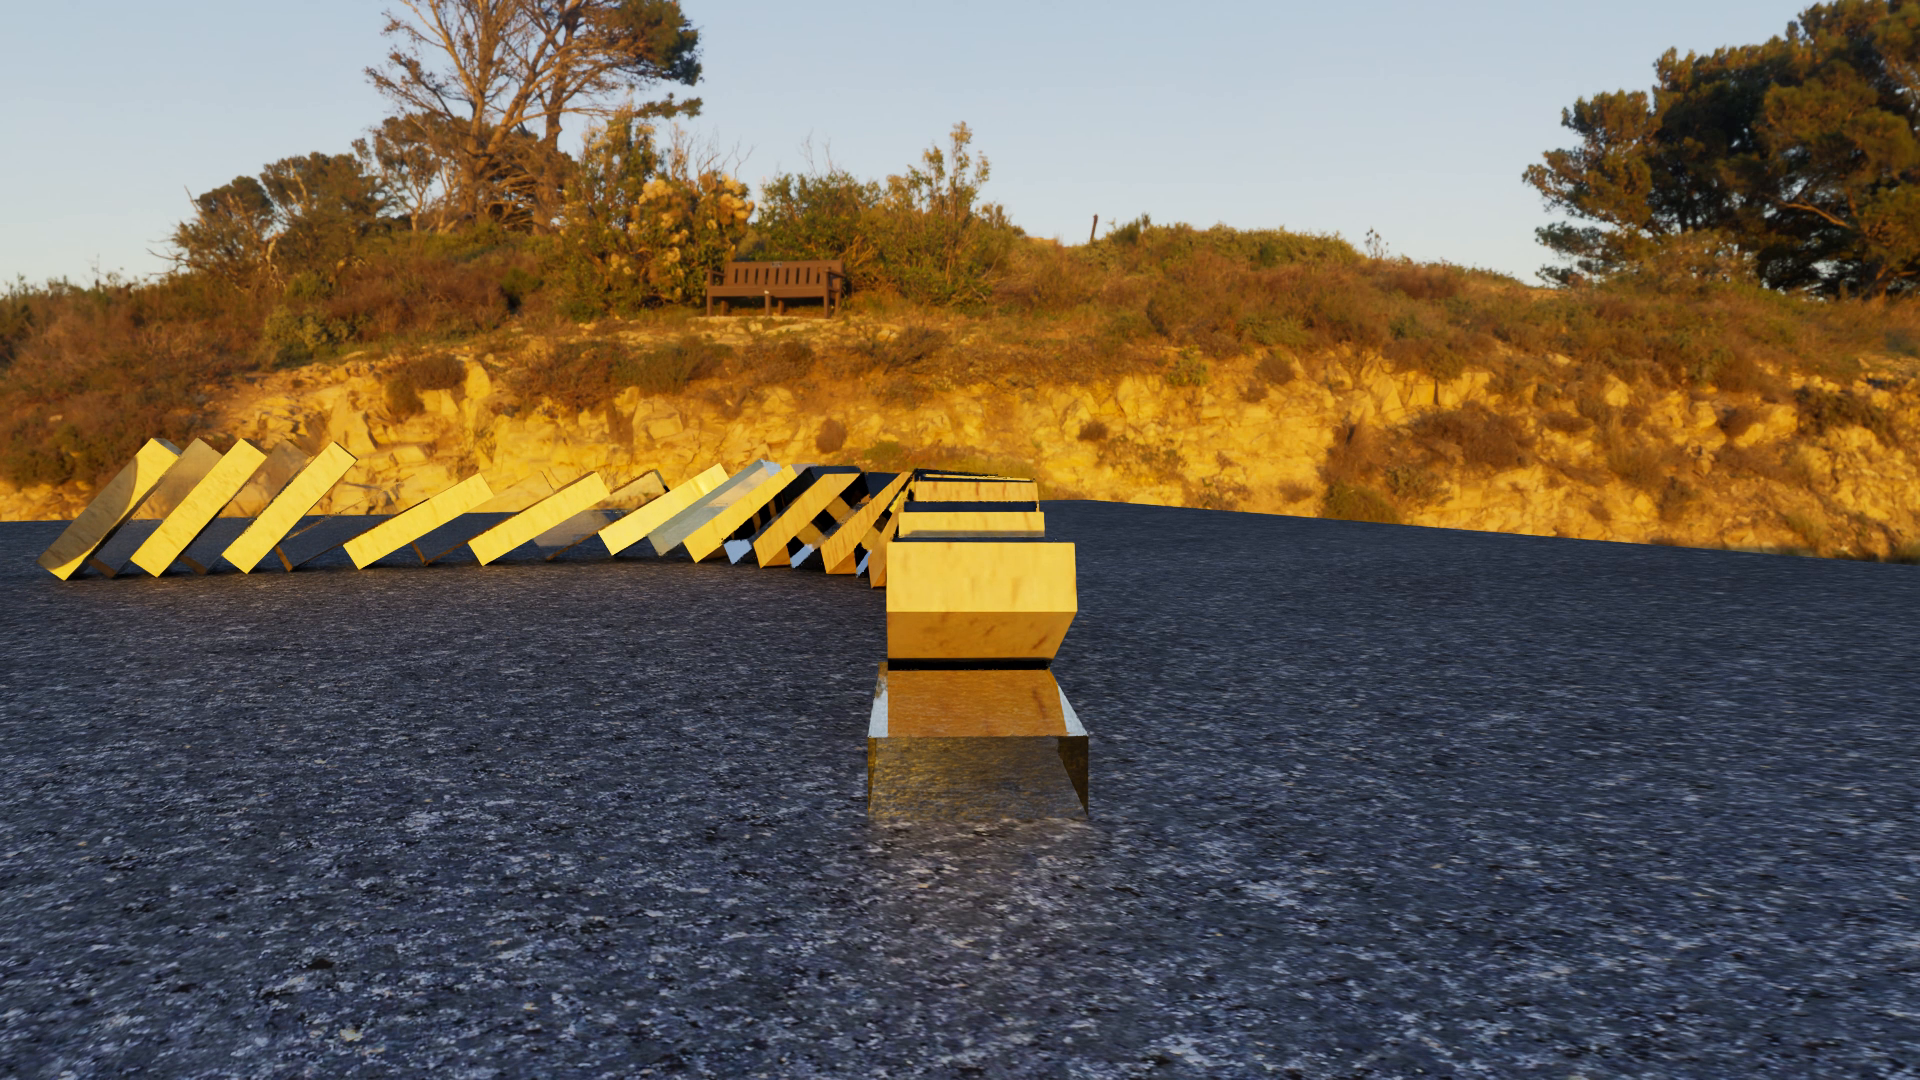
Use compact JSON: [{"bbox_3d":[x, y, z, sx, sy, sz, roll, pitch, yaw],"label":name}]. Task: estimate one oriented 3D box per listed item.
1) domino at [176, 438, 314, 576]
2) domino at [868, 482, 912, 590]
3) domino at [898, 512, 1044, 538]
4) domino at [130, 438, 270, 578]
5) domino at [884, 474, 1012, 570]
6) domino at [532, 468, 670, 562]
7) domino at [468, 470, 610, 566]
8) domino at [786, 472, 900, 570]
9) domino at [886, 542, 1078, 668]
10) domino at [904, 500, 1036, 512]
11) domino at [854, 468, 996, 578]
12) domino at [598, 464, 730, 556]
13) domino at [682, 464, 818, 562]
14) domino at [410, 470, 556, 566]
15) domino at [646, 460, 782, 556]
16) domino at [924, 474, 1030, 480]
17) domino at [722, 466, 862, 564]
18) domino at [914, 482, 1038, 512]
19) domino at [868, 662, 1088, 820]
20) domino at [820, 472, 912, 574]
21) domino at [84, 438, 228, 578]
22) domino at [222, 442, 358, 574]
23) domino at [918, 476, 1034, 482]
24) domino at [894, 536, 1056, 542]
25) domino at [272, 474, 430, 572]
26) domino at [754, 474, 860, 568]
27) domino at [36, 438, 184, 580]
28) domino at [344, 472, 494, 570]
[{"bbox_3d":[-0.238,-0.012,0.429,0.009,0.050,0.025,42,-12,-20],"label":"domino"},{"bbox_3d":[-0.008,-0.001,0.361,0.025,0.010,0.050,-1,-24,-19],"label":"domino"},{"bbox_3d":[0.001,0.009,0.243,0.025,0.009,0.050,0,-22,-2],"label":"domino"},{"bbox_3d":[-0.249,-0.011,0.423,0.009,0.050,0.025,42,-12,-20],"label":"domino"},{"bbox_3d":[-0.004,0.000,0.337,0.025,0.009,0.050,1,-28,-12],"label":"domino"},{"bbox_3d":[-0.133,-0.010,0.473,0.050,0.009,0.025,-32,12,-16],"label":"domino"},{"bbox_3d":[-0.153,-0.009,0.466,0.050,0.009,0.025,-31,14,-15],"label":"domino"},{"bbox_3d":[-0.032,-0.005,0.414,0.025,0.010,0.050,0,-26,-39],"label":"domino"},{"bbox_3d":[0.002,0.013,0.193,0.025,0.010,0.050,0,-19,-3],"label":"domino"},{"bbox_3d":[0.001,0.007,0.263,0.025,0.010,0.050,0,-24,-3],"label":"domino"},{"bbox_3d":[-0.010,-0.004,0.378,0.025,0.010,0.050,3,-28,-26],"label":"domino"},{"bbox_3d":[-0.109,-0.011,0.479,0.050,0.009,0.025,-31,5,-11],"label":"domino"},{"bbox_3d":[-0.074,-0.010,0.465,0.050,0.010,0.025,-34,-5,15],"label":"domino"},{"bbox_3d":[-0.170,-0.009,0.459,0.050,0.009,0.025,-31,14,-15],"label":"domino"},{"bbox_3d":[-0.088,-0.011,0.472,0.050,0.010,0.025,-33,-4,6],"label":"domino"},{"bbox_3d":[0.000,0.001,0.318,0.025,0.009,0.050,2,-28,-11],"label":"domino"},{"bbox_3d":[-0.058,-0.009,0.449,0.050,0.009,0.025,-36,-18,33],"label":"domino"},{"bbox_3d":[0.001,0.004,0.282,0.025,0.010,0.050,0,-28,-6],"label":"domino"},{"bbox_3d":[0.001,0.025,0.170,0.025,0.010,0.050,0,4,-2],"label":"domino"},{"bbox_3d":[-0.020,-0.004,0.398,0.025,0.009,0.050,1,-27,-38],"label":"domino"},{"bbox_3d":[-0.260,-0.011,0.418,0.010,0.050,0.025,42,-13,-20],"label":"domino"},{"bbox_3d":[-0.226,-0.012,0.436,0.010,0.050,0.025,44,-13,-20],"label":"domino"},{"bbox_3d":[0.001,0.002,0.300,0.025,0.010,0.050,2,-28,-7],"label":"domino"},{"bbox_3d":[0.001,0.012,0.220,0.025,0.009,0.050,0,-19,-2],"label":"domino"},{"bbox_3d":[-0.210,-0.007,0.445,0.050,0.009,0.025,-31,15,-18],"label":"domino"},{"bbox_3d":[-0.046,-0.006,0.431,0.025,0.010,0.050,-4,-24,-40],"label":"domino"},{"bbox_3d":[-0.272,-0.011,0.414,0.009,0.050,0.025,42,-12,-20],"label":"domino"},{"bbox_3d":[-0.190,-0.008,0.452,0.050,0.010,0.025,-31,14,-15],"label":"domino"}]
